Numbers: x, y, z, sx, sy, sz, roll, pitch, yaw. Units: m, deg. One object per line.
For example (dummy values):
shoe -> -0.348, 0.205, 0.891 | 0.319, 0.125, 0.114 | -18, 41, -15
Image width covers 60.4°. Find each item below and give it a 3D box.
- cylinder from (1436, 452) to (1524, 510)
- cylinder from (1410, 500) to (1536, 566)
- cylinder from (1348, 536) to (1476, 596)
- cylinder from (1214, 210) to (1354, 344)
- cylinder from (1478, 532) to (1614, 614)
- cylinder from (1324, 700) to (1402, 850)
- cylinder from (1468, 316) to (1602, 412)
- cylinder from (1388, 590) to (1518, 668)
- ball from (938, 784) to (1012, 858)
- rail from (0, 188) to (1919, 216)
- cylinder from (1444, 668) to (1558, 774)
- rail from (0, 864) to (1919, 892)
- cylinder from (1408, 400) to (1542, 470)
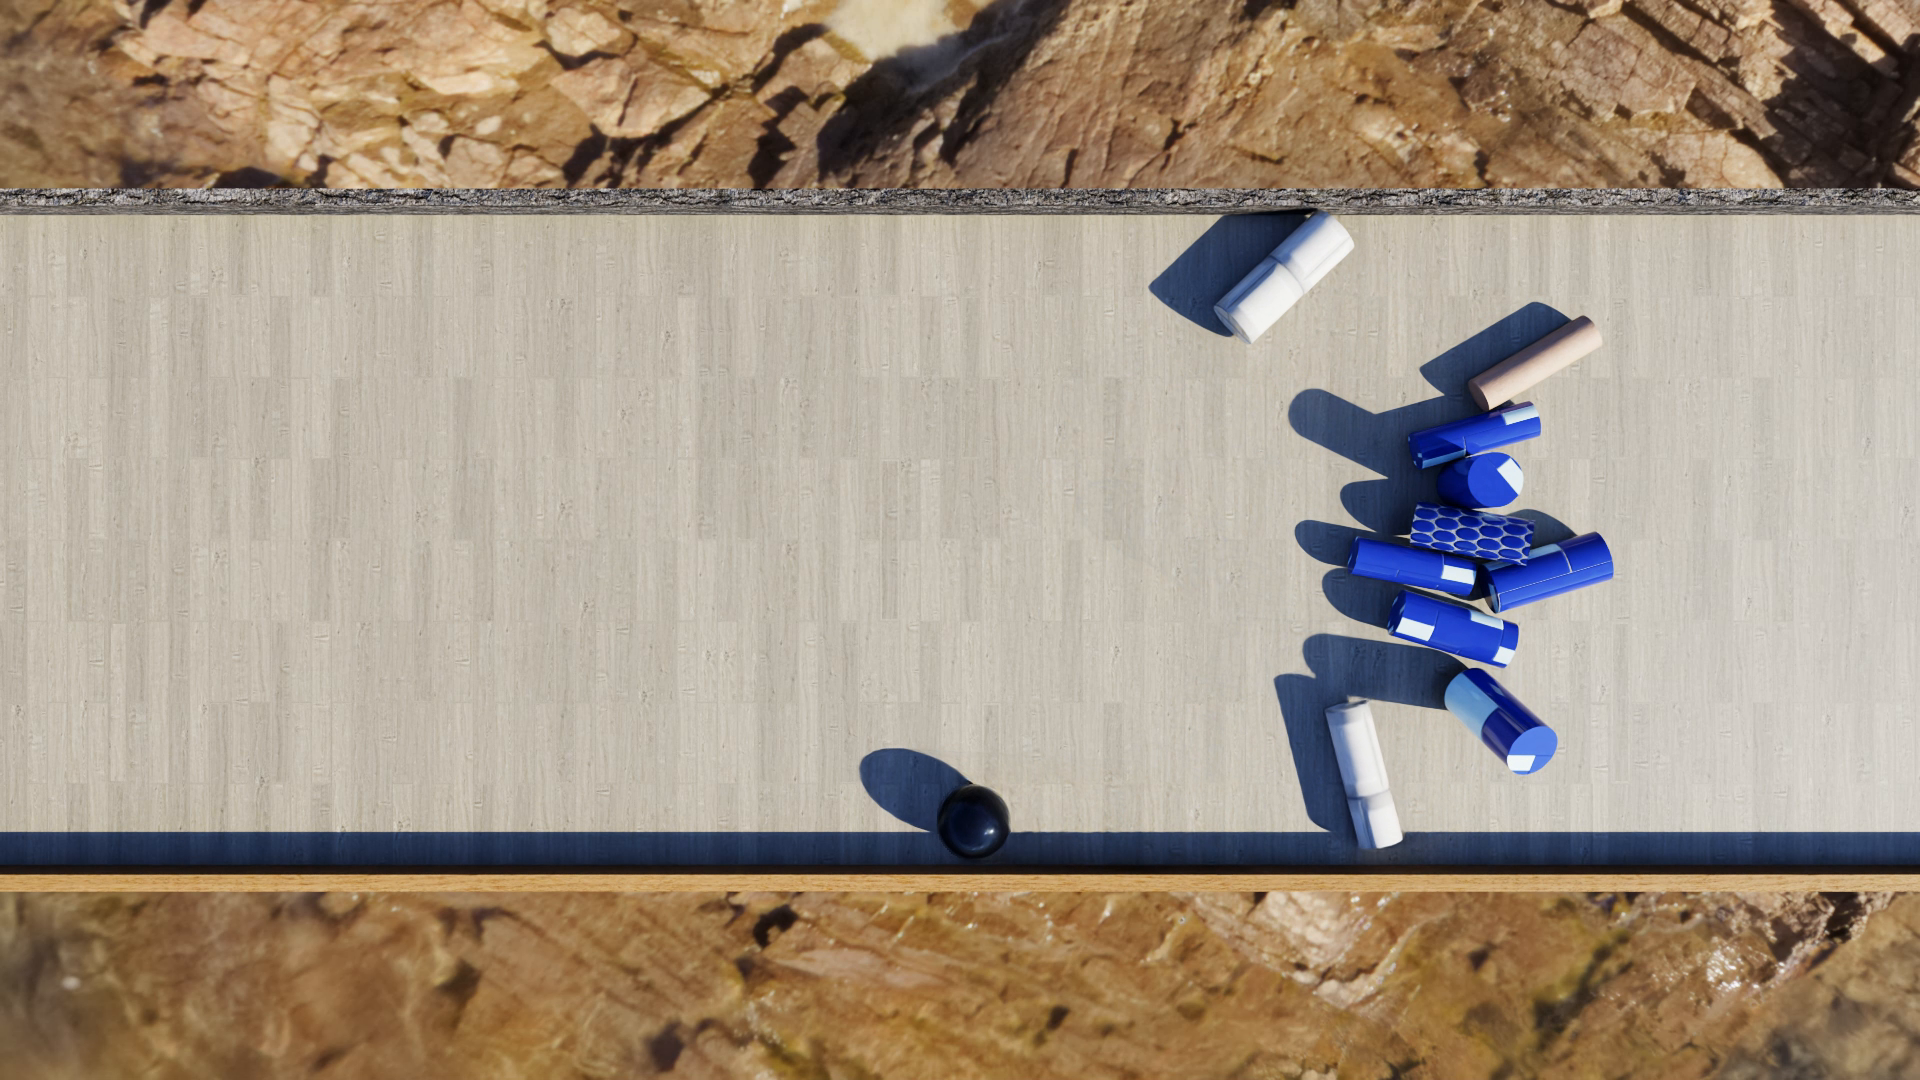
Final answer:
cylinder -> 1.546, -0.172, 4.919 | 0.160, 0.313, 0.160 | 0, 89, 0
cylinder -> 1.538, -0.021, 4.955 | 0.340, 0.138, 0.138 | 11, 90, 20
cylinder -> 1.374, 0.080, 5.019 | 0.360, 0.116, 0.116 | 11, 90, 0
cylinder -> 0.980, -0.796, 4.996 | 0.425, 0.162, 0.162 | -43, 90, 0
cylinder -> 1.773, 0.099, 4.998 | 0.356, 0.156, 0.156 | -16, 90, 0
cylinder -> 1.227, 0.712, 5.011 | 0.132, 0.132, 0.428 | -14, 90, 0
cylinder -> 1.749, -0.537, 5.021 | 0.395, 0.111, 0.111 | -30, 90, 0
cylinder -> 1.494, 0.270, 5.004 | 0.354, 0.145, 0.145 | 17, 90, 0
ball -> 0.043, 0.848, 4.966 | 0.221, 0.221, 0.221 | 0, 90, 0
rail -> -2.247, -1.025, 5.002 | 12.000, 0.150, 0.050 | 0, 90, 0
cylinder -> 1.600, 0.534, 4.892 | 0.166, 0.332, 0.166 | -8, 119, -16
rail -> -2.247, 1.025, 5.001 | 12.000, 0.150, 0.050 | 0, 90, 0
cylinder -> 1.565, -0.319, 5.019 | 0.370, 0.115, 0.115 | -15, 90, 0
